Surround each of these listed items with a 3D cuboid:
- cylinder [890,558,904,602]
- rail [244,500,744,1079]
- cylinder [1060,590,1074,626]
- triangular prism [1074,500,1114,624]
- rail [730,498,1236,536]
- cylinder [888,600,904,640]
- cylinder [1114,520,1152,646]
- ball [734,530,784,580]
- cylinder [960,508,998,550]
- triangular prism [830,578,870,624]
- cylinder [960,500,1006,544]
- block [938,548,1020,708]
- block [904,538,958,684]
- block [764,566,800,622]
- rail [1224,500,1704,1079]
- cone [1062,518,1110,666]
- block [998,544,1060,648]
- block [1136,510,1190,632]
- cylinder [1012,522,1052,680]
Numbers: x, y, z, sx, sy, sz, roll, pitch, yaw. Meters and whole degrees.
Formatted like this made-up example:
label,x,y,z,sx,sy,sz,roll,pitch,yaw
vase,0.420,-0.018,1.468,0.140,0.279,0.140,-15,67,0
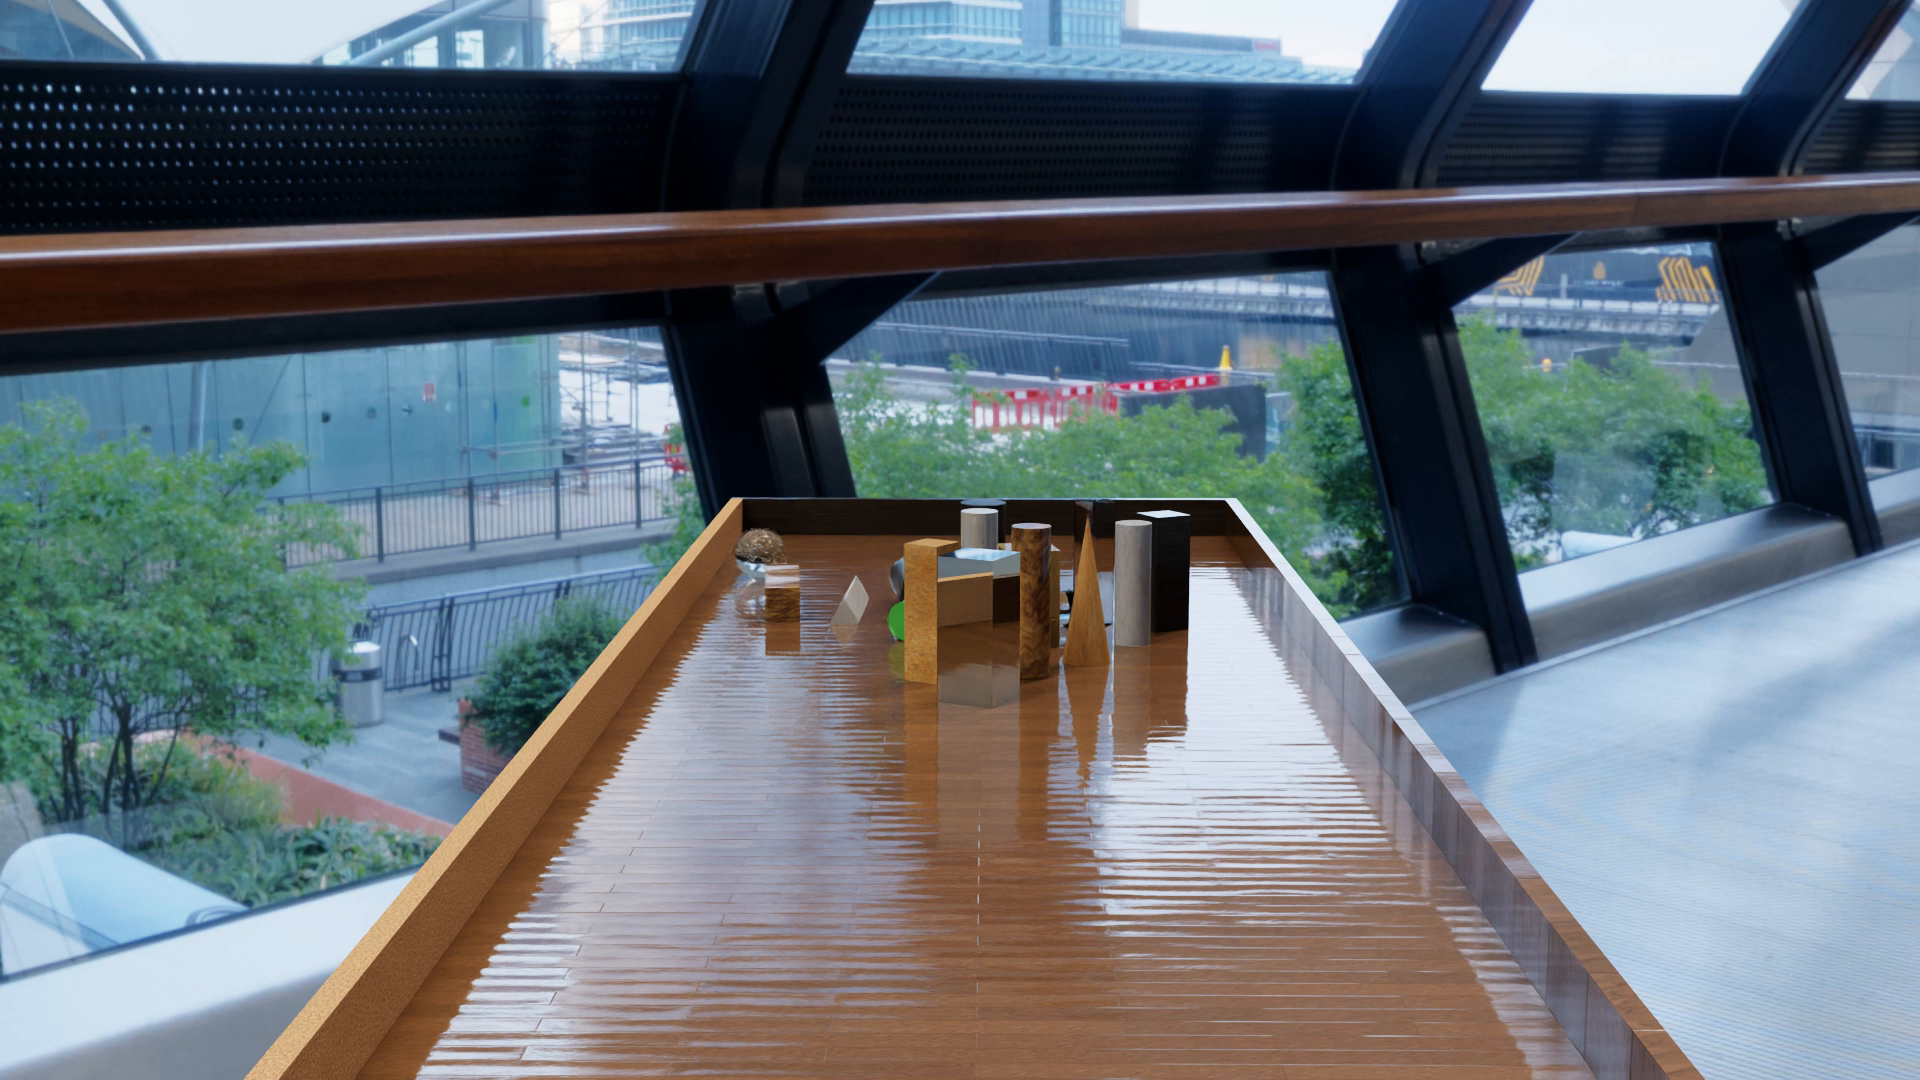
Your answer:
label,x,y,z,sx,sy,sz,roll,pitch,yaw
cylinder,-0.146,0.158,7.515,0.155,0.155,0.351,-1,9,-8
rail,-1.004,0.839,3.234,0.050,0.150,12.000,0,9,1
cylinder,0.173,0.239,7.140,0.458,0.113,0.113,-5,11,-31
triangular prism,0.424,0.073,7.247,0.113,0.403,0.130,0,-1,35
rail,0.099,-0.098,9.147,2.100,0.150,0.050,0,9,1
cylinder,-0.118,0.236,7.114,0.128,0.128,0.308,3,10,19
cylinder,0.544,0.135,6.929,0.115,0.384,0.115,0,9,0
ball,-0.737,0.052,8.090,0.184,0.184,0.184,0,9,0
cylinder,0.058,0.139,6.661,0.113,0.460,0.113,0,9,0
triangular prism,-0.372,0.201,7.471,0.093,0.081,0.452,1,9,2
cylinder,0.075,0.079,7.210,0.149,0.407,0.149,0,9,0
block,0.054,0.243,6.153,0.171,0.413,0.171,5,10,27
block,-0.082,0.207,6.412,0.114,0.404,0.114,6,11,34
block,-0.606,0.181,7.503,0.115,0.115,0.438,-1,9,-4
rail,1.046,0.843,3.208,0.050,0.150,12.000,0,9,1
cone,0.385,0.143,6.651,0.145,0.456,0.145,0,9,0
block,0.212,0.173,6.939,0.173,0.306,0.173,-1,9,-9
block,0.660,0.101,7.168,0.127,0.376,0.127,-5,10,-28
cylinder,0.208,0.180,6.442,0.116,0.448,0.116,0,9,0
